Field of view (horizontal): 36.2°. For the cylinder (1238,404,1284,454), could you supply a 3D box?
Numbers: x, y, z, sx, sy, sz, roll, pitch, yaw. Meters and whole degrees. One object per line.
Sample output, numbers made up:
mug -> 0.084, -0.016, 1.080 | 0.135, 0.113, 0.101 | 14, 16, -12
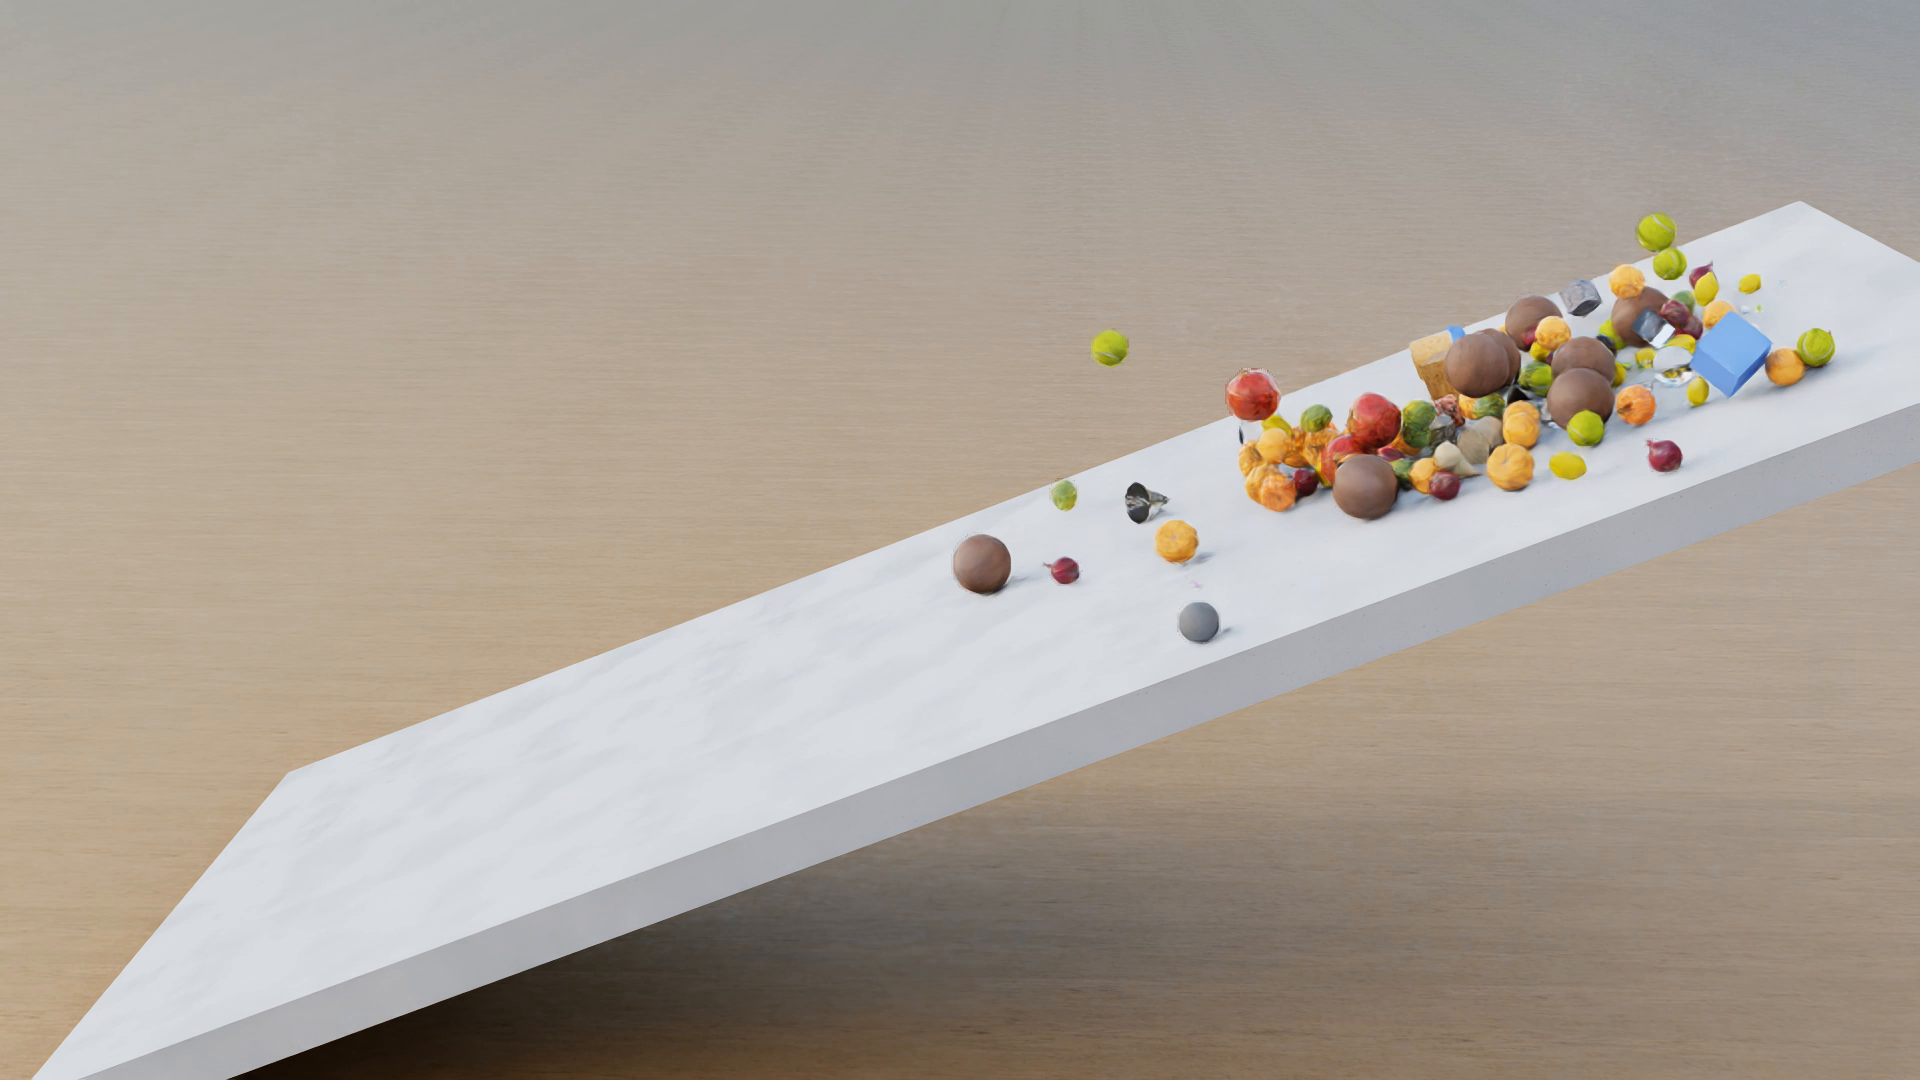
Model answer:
cylinder -> 0.684, -0.251, 6.682 | 0.093, 0.093, 0.093 | 3, 18, 13

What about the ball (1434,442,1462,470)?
ball -> 0.941, -0.161, 5.675 | 0.054, 0.054, 0.054 | 0, 14, 0

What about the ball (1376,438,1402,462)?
ball -> 0.893, -0.187, 6.128 | 0.051, 0.051, 0.051 | 0, 14, 0

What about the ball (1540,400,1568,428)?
ball -> 1.185, -0.250, 5.872 | 0.056, 0.056, 0.056 | 0, 14, 0

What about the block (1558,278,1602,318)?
block -> 1.405, -0.548, 6.657 | 0.059, 0.059, 0.059 | 7, -37, -40

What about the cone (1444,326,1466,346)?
cone -> 1.163, -0.462, 6.917 | 0.060, 0.060, 0.060 | 0, 42, 1

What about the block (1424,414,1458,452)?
block -> 0.988, -0.221, 6.051 | 0.053, 0.053, 0.053 | -14, 28, 2

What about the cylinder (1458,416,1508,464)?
cylinder -> 1.041, -0.198, 5.857 | 0.074, 0.074, 0.074 | 11, 31, 38

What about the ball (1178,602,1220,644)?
ball -> 0.438, 0.151, 5.396 | 0.076, 0.076, 0.076 | 0, 14, 0

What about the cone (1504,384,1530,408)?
cone -> 1.162, -0.294, 6.187 | 0.053, 0.053, 0.053 | 41, 11, -9

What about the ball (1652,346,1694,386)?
ball -> 1.412, -0.344, 5.818 | 0.081, 0.081, 0.081 | 0, 14, 0

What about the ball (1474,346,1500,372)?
ball -> 1.114, -0.382, 6.215 | 0.054, 0.054, 0.054 | 0, 14, 0

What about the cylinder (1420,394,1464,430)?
cylinder -> 1.012, -0.260, 6.176 | 0.071, 0.071, 0.071 | -24, 16, -2

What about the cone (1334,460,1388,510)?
cone -> 0.784, -0.126, 5.860 | 0.098, 0.098, 0.098 | 40, 16, -3

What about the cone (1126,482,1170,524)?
cone -> 0.429, -0.086, 6.501 | 0.091, 0.091, 0.091 | -6, 15, -33

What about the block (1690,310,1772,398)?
block -> 1.449, -0.350, 5.530 | 0.099, 0.099, 0.099 | 42, -10, 18

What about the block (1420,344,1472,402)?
block -> 1.083, -0.366, 6.485 | 0.090, 0.090, 0.090 | -15, 14, 32

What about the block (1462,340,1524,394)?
block -> 1.149, -0.375, 6.348 | 0.094, 0.094, 0.094 | -15, 6, -2

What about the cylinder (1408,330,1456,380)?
cylinder -> 1.085, -0.423, 6.723 | 0.092, 0.092, 0.092 | -19, 9, 15

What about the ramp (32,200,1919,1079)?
ramp -> 0.122, 0.174, 6.291 | 4.000, 0.100, 2.000 | -21, 12, 7

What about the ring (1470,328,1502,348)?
ring -> 1.195, -0.446, 6.728 | 0.100, 0.033, 0.100 | -40, 11, 9

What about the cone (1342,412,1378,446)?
cone -> 0.880, -0.220, 6.332 | 0.082, 0.082, 0.082 | -6, 33, -24

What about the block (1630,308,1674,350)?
block -> 1.400, -0.428, 5.948 | 0.052, 0.052, 0.052 | 29, 11, -44

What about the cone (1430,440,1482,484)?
cone -> 0.986, -0.140, 5.784 | 0.090, 0.090, 0.090 | 20, 22, 32
